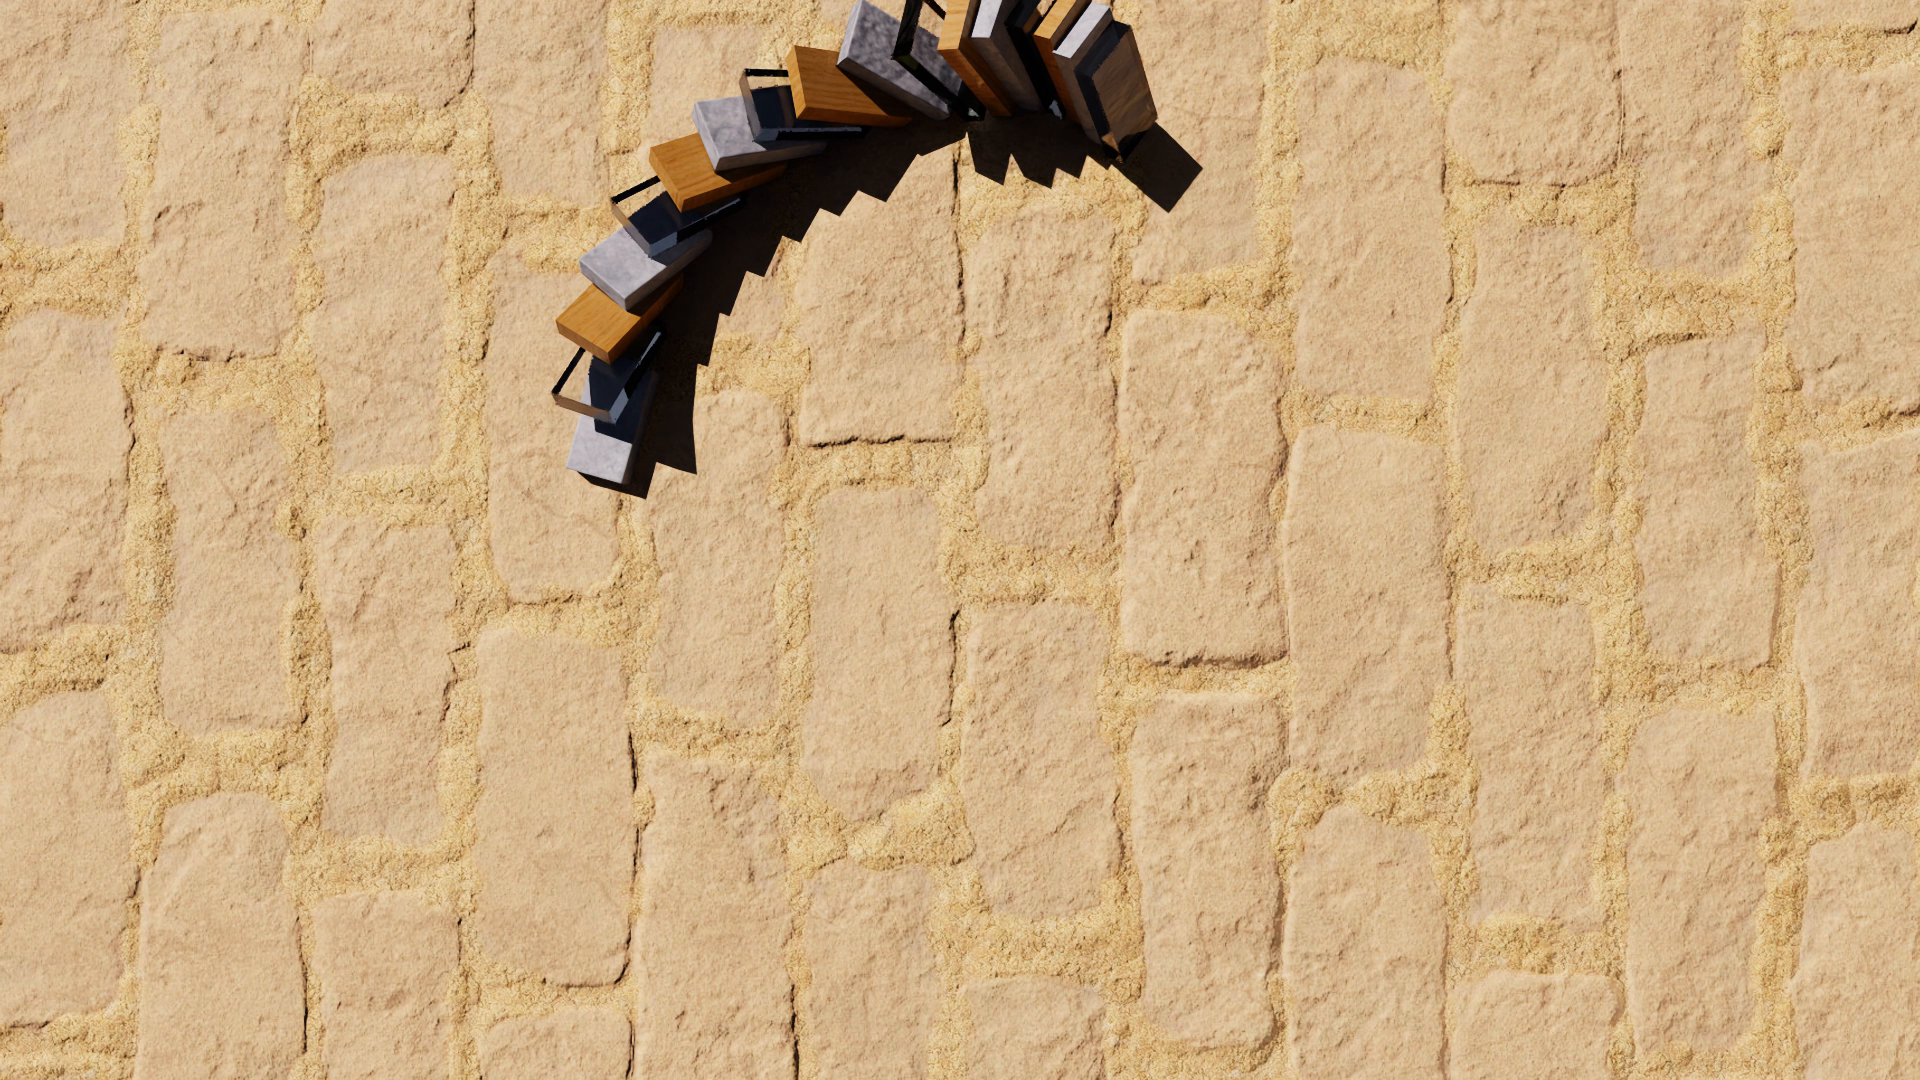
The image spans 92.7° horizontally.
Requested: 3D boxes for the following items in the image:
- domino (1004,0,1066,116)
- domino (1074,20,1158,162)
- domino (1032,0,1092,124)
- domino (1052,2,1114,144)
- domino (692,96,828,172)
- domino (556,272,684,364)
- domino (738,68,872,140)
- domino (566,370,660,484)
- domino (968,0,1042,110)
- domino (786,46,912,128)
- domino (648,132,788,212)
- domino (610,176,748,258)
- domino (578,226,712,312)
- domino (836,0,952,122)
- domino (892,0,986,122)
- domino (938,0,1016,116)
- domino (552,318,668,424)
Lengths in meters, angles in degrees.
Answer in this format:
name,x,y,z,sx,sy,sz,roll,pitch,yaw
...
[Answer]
name,x,y,z,sx,sy,sz,roll,pitch,yaw
domino,0.038,-0.202,0.376,0.009,0.050,0.025,35,90,30
domino,0.065,-0.183,0.376,0.010,0.050,0.025,37,90,30
domino,0.048,-0.198,0.376,0.010,0.050,0.025,35,90,30
domino,0.057,-0.190,0.376,0.010,0.050,0.025,37,90,30
domino,-0.083,-0.172,0.384,0.050,0.010,0.025,-23,90,-29
domino,-0.142,-0.100,0.385,0.025,0.010,0.050,32,64,0
domino,-0.064,-0.182,0.384,0.050,0.009,0.025,-15,90,-29
domino,-0.150,-0.051,0.395,0.025,0.009,0.050,16,90,0
domino,0.023,-0.202,0.376,0.010,0.050,0.025,19,90,29
domino,-0.046,-0.188,0.383,0.050,0.010,0.025,-11,90,-32
domino,-0.101,-0.158,0.385,0.050,0.010,0.025,-32,90,-27
domino,-0.117,-0.142,0.385,0.050,0.010,0.025,-40,90,-25
domino,-0.131,-0.121,0.385,0.025,0.010,0.050,41,64,0
domino,-0.024,-0.199,0.383,0.050,0.009,0.025,15,88,-31
domino,-0.005,-0.197,0.377,0.010,0.050,0.025,14,90,37
domino,0.010,-0.199,0.376,0.009,0.050,0.025,14,90,29
domino,-0.146,-0.074,0.384,0.025,0.009,0.050,19,63,1
